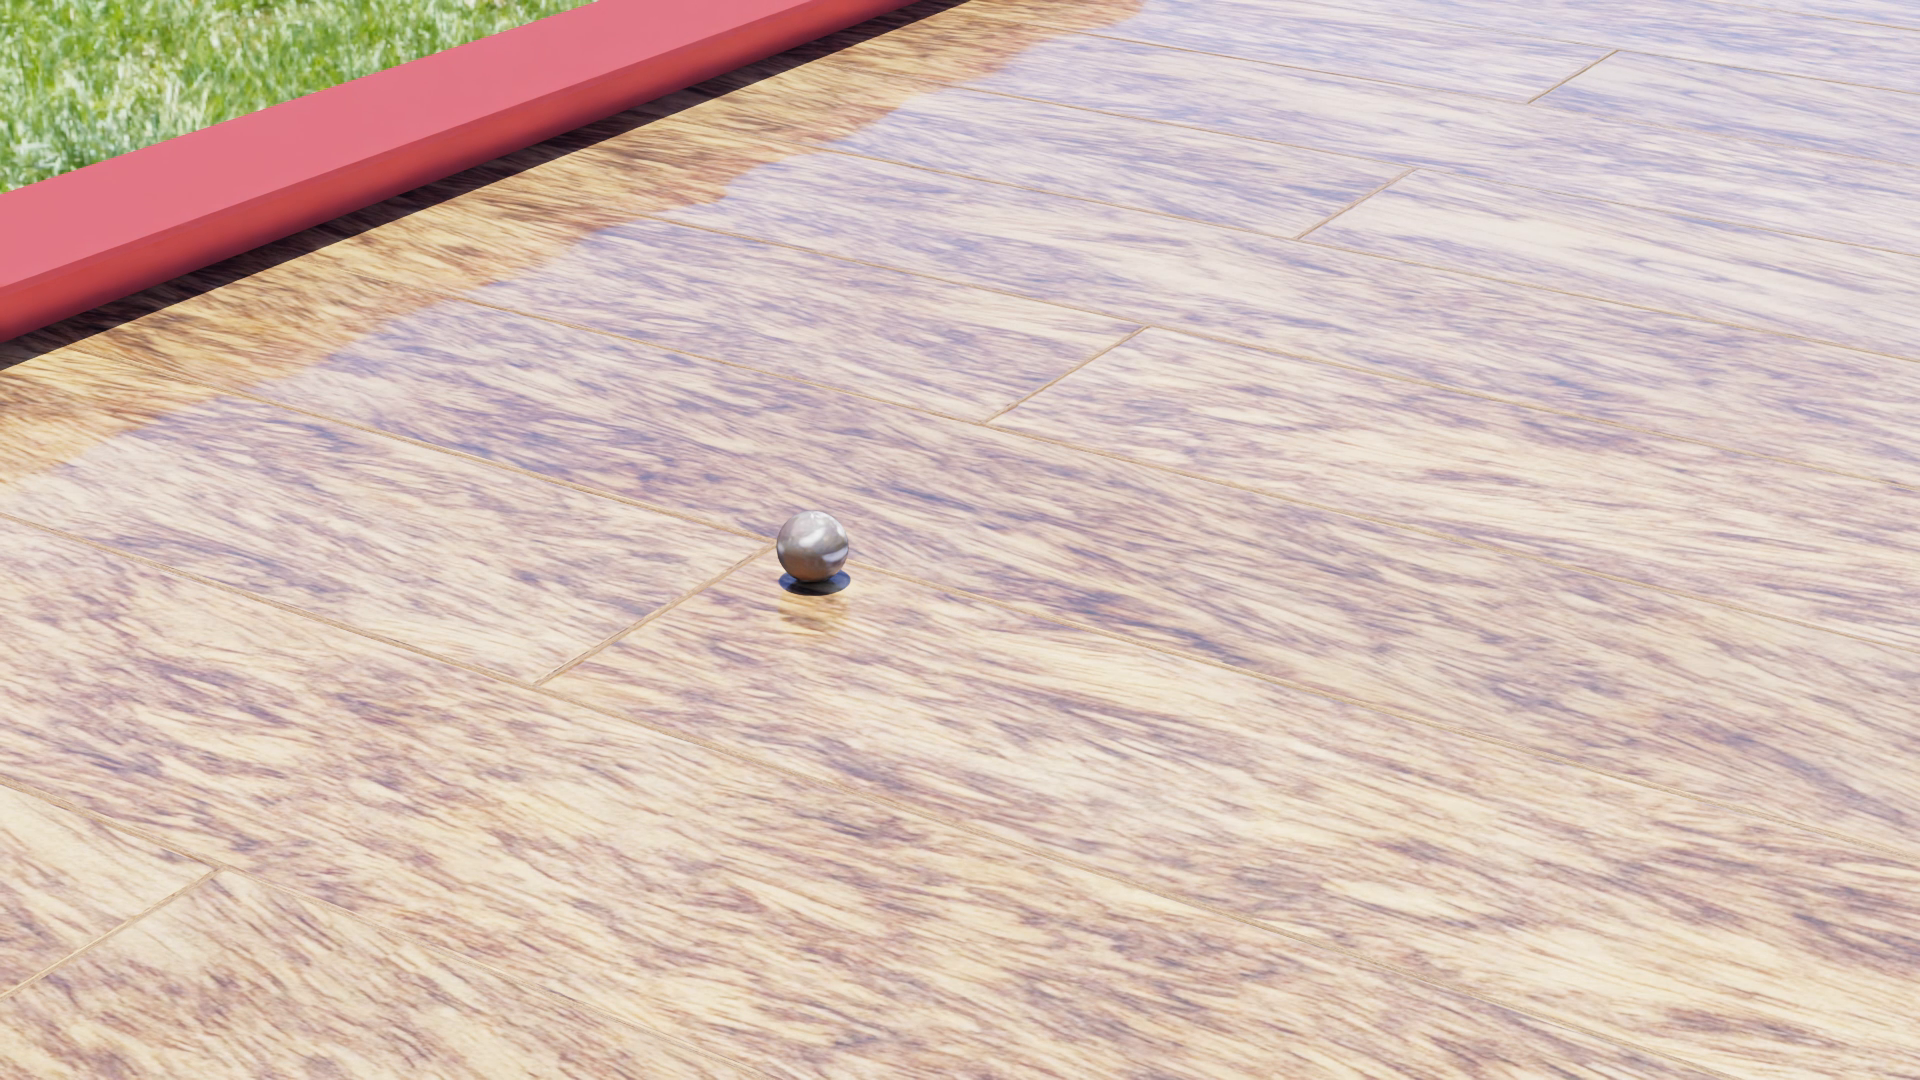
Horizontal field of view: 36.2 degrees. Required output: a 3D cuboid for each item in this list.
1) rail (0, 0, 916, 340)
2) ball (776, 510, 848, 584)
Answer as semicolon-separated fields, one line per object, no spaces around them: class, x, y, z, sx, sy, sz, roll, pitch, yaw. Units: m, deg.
rail;-0.259;-0.504;2.930;0.045;0.114;3.309;15;28;30
ball;-0.095;0.004;1.893;0.047;0.047;0.047;0;24;0
